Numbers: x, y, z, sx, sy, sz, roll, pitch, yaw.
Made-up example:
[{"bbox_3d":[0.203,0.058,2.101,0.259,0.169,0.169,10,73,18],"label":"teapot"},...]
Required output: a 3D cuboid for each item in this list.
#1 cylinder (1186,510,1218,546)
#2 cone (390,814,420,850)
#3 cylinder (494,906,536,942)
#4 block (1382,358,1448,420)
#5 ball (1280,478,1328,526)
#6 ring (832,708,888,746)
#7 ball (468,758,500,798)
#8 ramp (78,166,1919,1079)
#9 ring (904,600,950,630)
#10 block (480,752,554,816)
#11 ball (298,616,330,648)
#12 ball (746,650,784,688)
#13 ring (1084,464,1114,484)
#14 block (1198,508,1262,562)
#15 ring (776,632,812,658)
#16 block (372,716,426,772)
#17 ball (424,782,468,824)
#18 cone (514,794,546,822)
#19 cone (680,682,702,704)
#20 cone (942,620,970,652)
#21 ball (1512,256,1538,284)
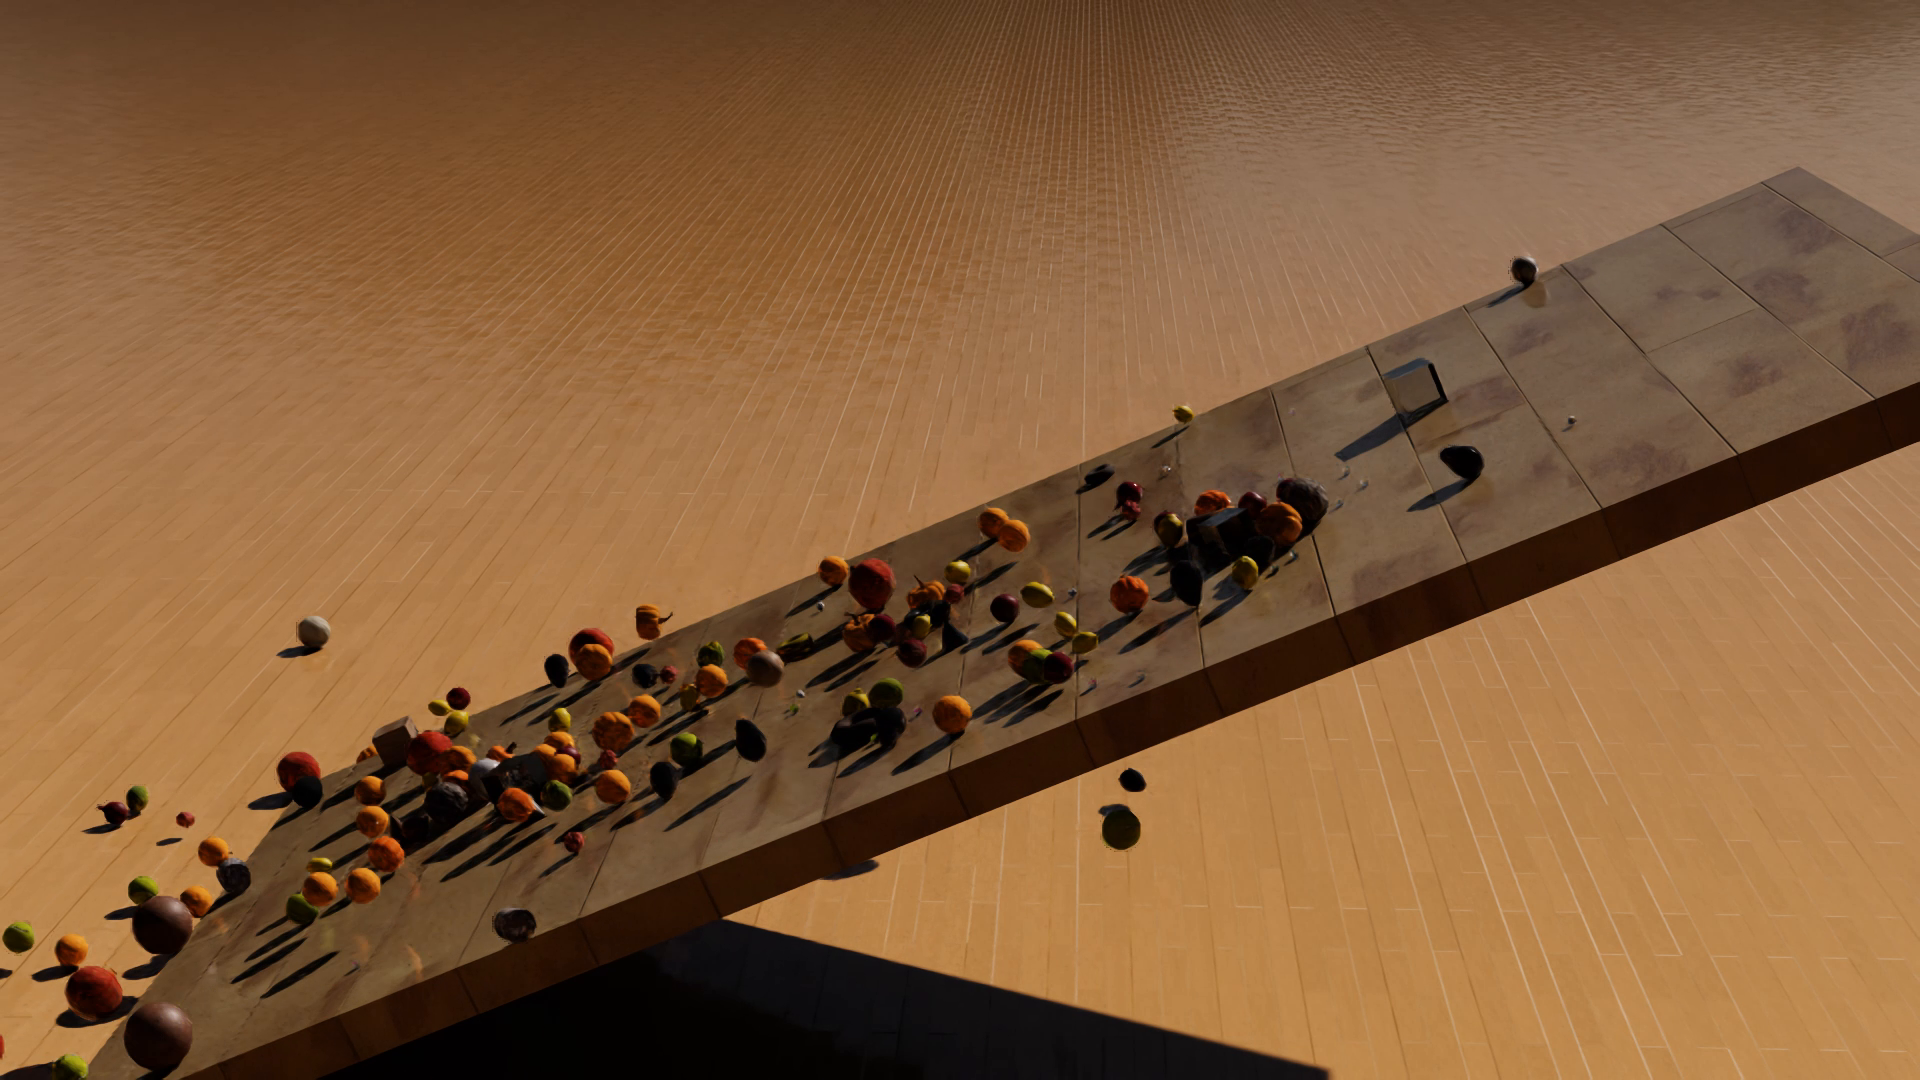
[{"bbox_3d":[0.505,-0.024,6.019,0.062,0.062,0.062,-17,5,30],"label":"cylinder"},{"bbox_3d":[-1.245,0.638,6.512,0.072,0.072,0.072,-23,13,5],"label":"cone"},{"bbox_3d":[-0.823,0.711,5.436,0.062,0.062,0.062,-7,1,-25],"label":"cylinder"},{"bbox_3d":[0.978,-0.326,6.317,0.092,0.092,0.092,-24,13,-1],"label":"block"},{"bbox_3d":[0.683,-0.076,5.830,0.095,0.095,0.095,0,15,0],"label":"ball"},{"bbox_3d":[-0.196,0.366,5.767,0.120,0.040,0.120,-22,12,5],"label":"ring"},{"bbox_3d":[-1.055,0.531,6.565,0.087,0.087,0.087,0,15,0],"label":"ball"},{"bbox_3d":[0.130,0.171,6.285,4.000,0.100,2.000,-22,13,8],"label":"ramp"},{"bbox_3d":[-0.071,0.163,6.377,0.109,0.036,0.109,-23,14,6],"label":"ring"},{"bbox_3d":[-0.958,0.530,6.376,0.094,0.094,0.094,-14,16,39],"label":"block"},{"bbox_3d":[-1.975,0.281,8.992,0.100,0.100,0.100,0,15,0],"label":"ball"},{"bbox_3d":[-0.409,0.272,6.183,0.081,0.081,0.081,0,15,0],"label":"ball"},{"bbox_3d":[0.330,-0.156,6.967,0.075,0.025,0.075,-24,12,6],"label":"ring"},{"bbox_3d":[0.538,-0.011,5.869,0.078,0.078,0.078,-29,13,-21],"label":"block"},{"bbox_3d":[-0.374,0.239,6.634,0.093,0.031,0.093,-26,8,4],"label":"ring"},{"bbox_3d":[-1.392,0.504,7.290,0.090,0.090,0.090,-24,13,3],"label":"block"},{"bbox_3d":[-1.134,0.580,6.491,0.095,0.095,0.095,0,15,0],"label":"ball"},{"bbox_3d":[-0.899,0.577,6.225,0.064,0.064,0.064,18,22,29],"label":"cone"},{"bbox_3d":[-0.592,0.332,6.592,0.054,0.054,0.054,7,32,26],"label":"cone"},{"bbox_3d":[-0.021,0.190,6.114,0.061,0.061,0.061,-23,13,5],"label":"cone"},{"bbox_3d":[1.345,-0.644,7.005,0.065,0.065,0.065,0,15,0],"label":"ball"}]
